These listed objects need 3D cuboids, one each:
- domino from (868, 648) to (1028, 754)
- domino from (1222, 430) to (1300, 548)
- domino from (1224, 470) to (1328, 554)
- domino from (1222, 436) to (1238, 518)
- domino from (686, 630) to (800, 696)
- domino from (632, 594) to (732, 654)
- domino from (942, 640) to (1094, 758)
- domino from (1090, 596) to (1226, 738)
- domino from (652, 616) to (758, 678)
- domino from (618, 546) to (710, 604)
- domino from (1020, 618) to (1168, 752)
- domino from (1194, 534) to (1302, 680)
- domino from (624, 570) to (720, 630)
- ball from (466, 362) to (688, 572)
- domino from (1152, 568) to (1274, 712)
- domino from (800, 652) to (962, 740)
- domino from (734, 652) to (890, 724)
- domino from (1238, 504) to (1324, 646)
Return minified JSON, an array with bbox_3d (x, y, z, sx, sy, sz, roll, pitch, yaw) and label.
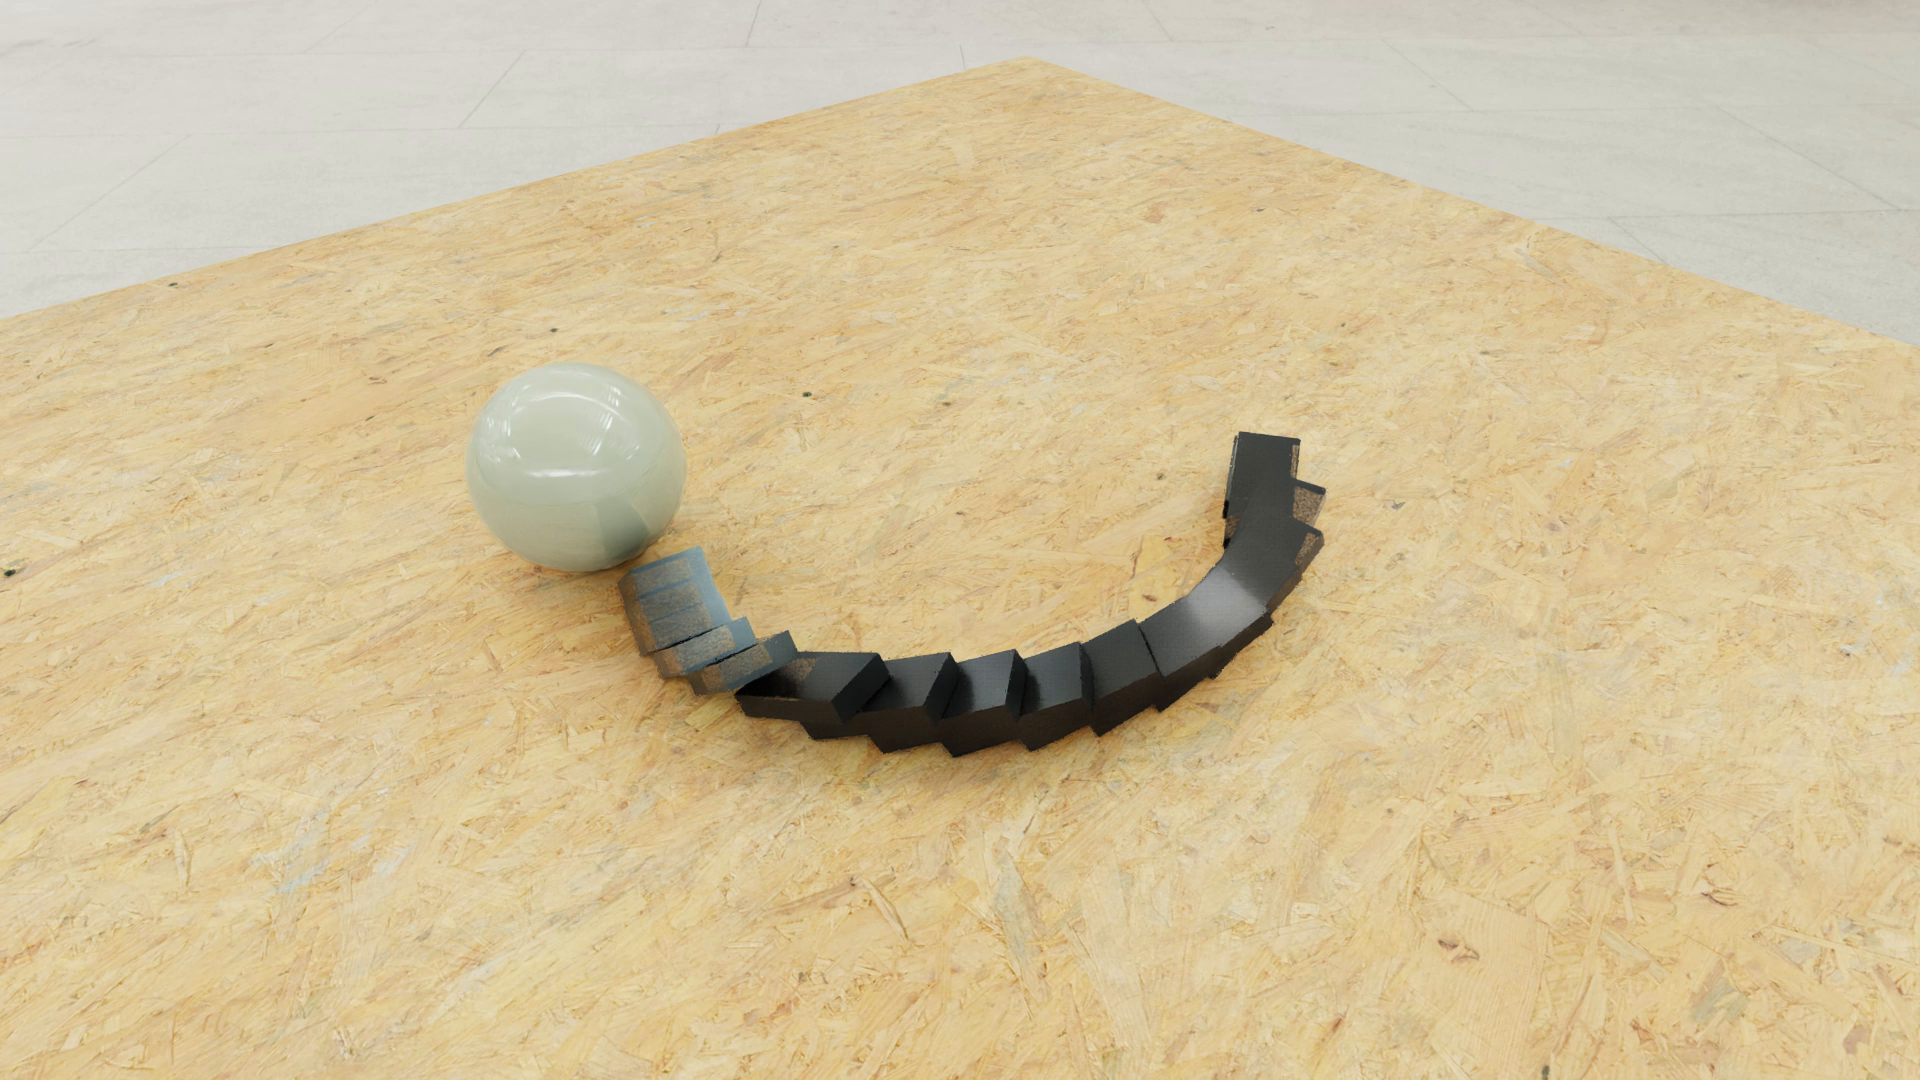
[{"bbox_3d":[-0.004,0.053,0.361,0.050,0.009,0.025,-17,33,24],"label":"domino"},{"bbox_3d":[0.124,-0.019,0.450,0.025,0.009,0.050,9,66,11],"label":"domino"},{"bbox_3d":[0.122,-0.002,0.430,0.025,0.010,0.050,22,69,24],"label":"domino"},{"bbox_3d":[0.129,-0.026,0.475,0.025,0.010,0.050,10,40,12],"label":"domino"},{"bbox_3d":[-0.074,0.042,0.367,0.025,0.009,0.050,-26,3,-27],"label":"domino"},{"bbox_3d":[-0.097,0.030,0.382,0.025,0.010,0.050,-21,1,-24],"label":"domino"},{"bbox_3d":[0.018,0.053,0.362,0.050,0.009,0.025,-20,35,19],"label":"domino"},{"bbox_3d":[0.062,0.043,0.374,0.050,0.009,0.025,-32,43,4],"label":"domino"},{"bbox_3d":[-0.087,0.037,0.373,0.025,0.009,0.050,-23,2,-24],"label":"domino"},{"bbox_3d":[-0.109,0.014,0.402,0.025,0.010,0.050,-21,1,-24],"label":"domino"},{"bbox_3d":[0.041,0.048,0.367,0.050,0.010,0.025,-28,39,10],"label":"domino"},{"bbox_3d":[0.097,0.024,0.398,0.050,0.009,0.025,-46,53,-9],"label":"domino"},{"bbox_3d":[-0.104,0.022,0.392,0.025,0.010,0.050,-21,1,-23],"label":"domino"},{"bbox_3d":[-0.146,-0.028,0.422,0.080,0.080,0.080,0,39,0],"label":"ball"},{"bbox_3d":[0.081,0.035,0.384,0.050,0.010,0.025,-38,46,-2],"label":"domino"},{"bbox_3d":[-0.026,0.052,0.363,0.050,0.010,0.025,-11,31,31],"label":"domino"},{"bbox_3d":[-0.050,0.049,0.366,0.050,0.009,0.025,-4,29,42],"label":"domino"},{"bbox_3d":[0.111,0.012,0.412,0.025,0.010,0.050,32,75,33],"label":"domino"}]
